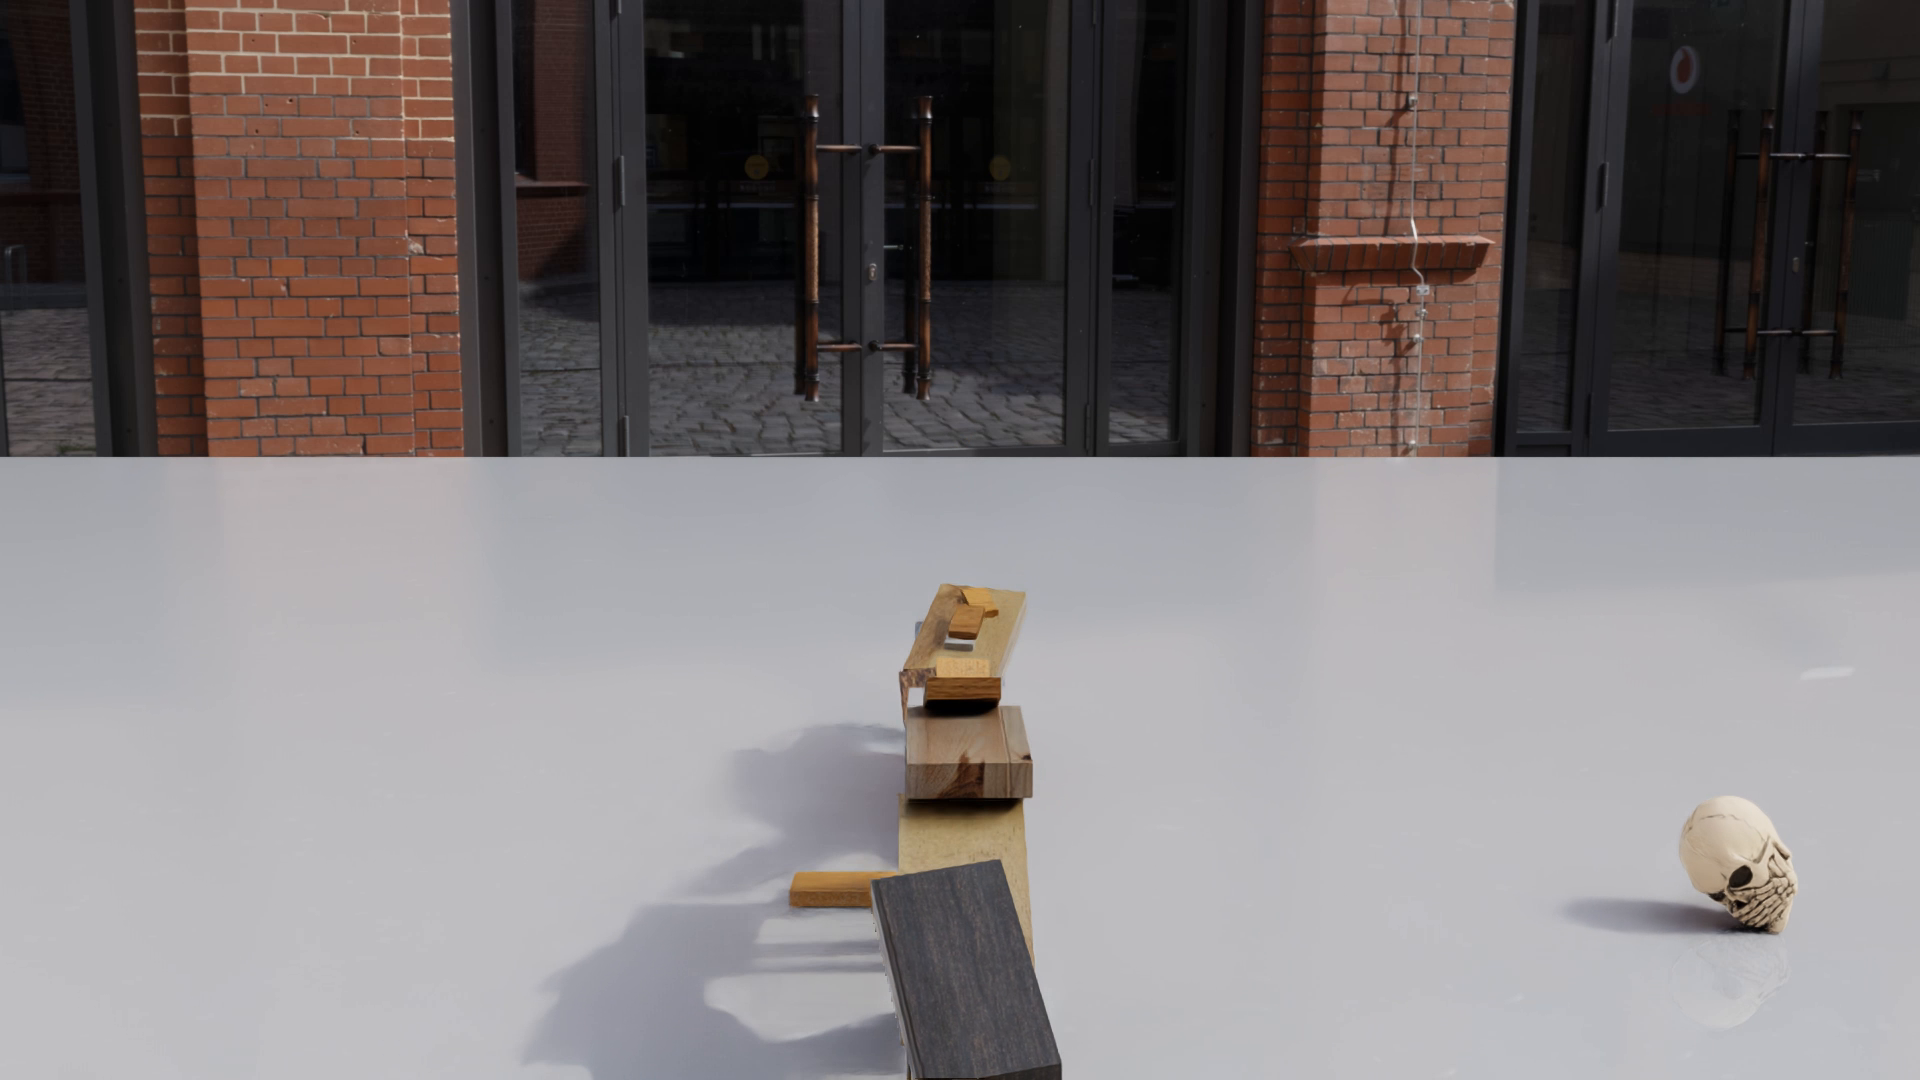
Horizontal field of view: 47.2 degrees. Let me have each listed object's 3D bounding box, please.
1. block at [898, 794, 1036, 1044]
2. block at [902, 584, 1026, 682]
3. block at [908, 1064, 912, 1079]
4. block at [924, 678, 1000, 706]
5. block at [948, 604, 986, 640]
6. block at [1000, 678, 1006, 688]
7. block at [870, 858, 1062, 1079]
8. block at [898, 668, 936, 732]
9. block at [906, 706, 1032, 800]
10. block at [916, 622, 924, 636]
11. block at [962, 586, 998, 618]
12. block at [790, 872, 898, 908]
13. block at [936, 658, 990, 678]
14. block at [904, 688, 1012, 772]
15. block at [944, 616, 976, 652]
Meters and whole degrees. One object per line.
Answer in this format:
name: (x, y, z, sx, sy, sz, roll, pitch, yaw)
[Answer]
block: (0.006, 0.474, 2.814, 0.167, 0.047, 0.392, -2, 37, 0)
block: (0.013, 0.196, 4.290, 0.176, 0.050, 0.352, 5, 27, 10)
block: (0.002, 0.690, 2.583, 0.129, 0.036, 0.257, 0, 32, 0)
block: (0.001, 0.234, 3.258, 0.107, 0.030, 0.213, 0, -11, -2)
block: (0.013, 0.158, 4.257, 0.054, 0.015, 0.109, 5, 27, 9)
block: (-0.001, 0.393, 4.136, 0.176, 0.050, 0.352, 0, 40, 0)
block: (0.003, 0.533, 2.656, 0.167, 0.047, 0.334, -8, 38, -8)
block: (-0.058, 0.303, 4.030, 0.097, 0.027, 0.194, -7, 32, -1)
block: (0.009, 0.293, 3.072, 0.167, 0.047, 0.334, -1, 9, -1)
block: (-0.001, 0.324, 4.328, 0.176, 0.050, 0.352, 0, 55, 0)
block: (0.039, 0.124, 4.361, 0.050, 0.014, 0.100, -6, 27, -12)
block: (-0.181, 0.580, 3.648, 0.194, 0.027, 0.097, 0, 11, 2)
block: (0.005, 0.284, 4.002, 0.097, 0.027, 0.194, 3, 32, -2)
block: (-0.001, 0.288, 3.384, 0.162, 0.046, 0.323, 0, 10, 0)
block: (0.006, 0.181, 4.248, 0.054, 0.015, 0.109, 4, 27, 8)
